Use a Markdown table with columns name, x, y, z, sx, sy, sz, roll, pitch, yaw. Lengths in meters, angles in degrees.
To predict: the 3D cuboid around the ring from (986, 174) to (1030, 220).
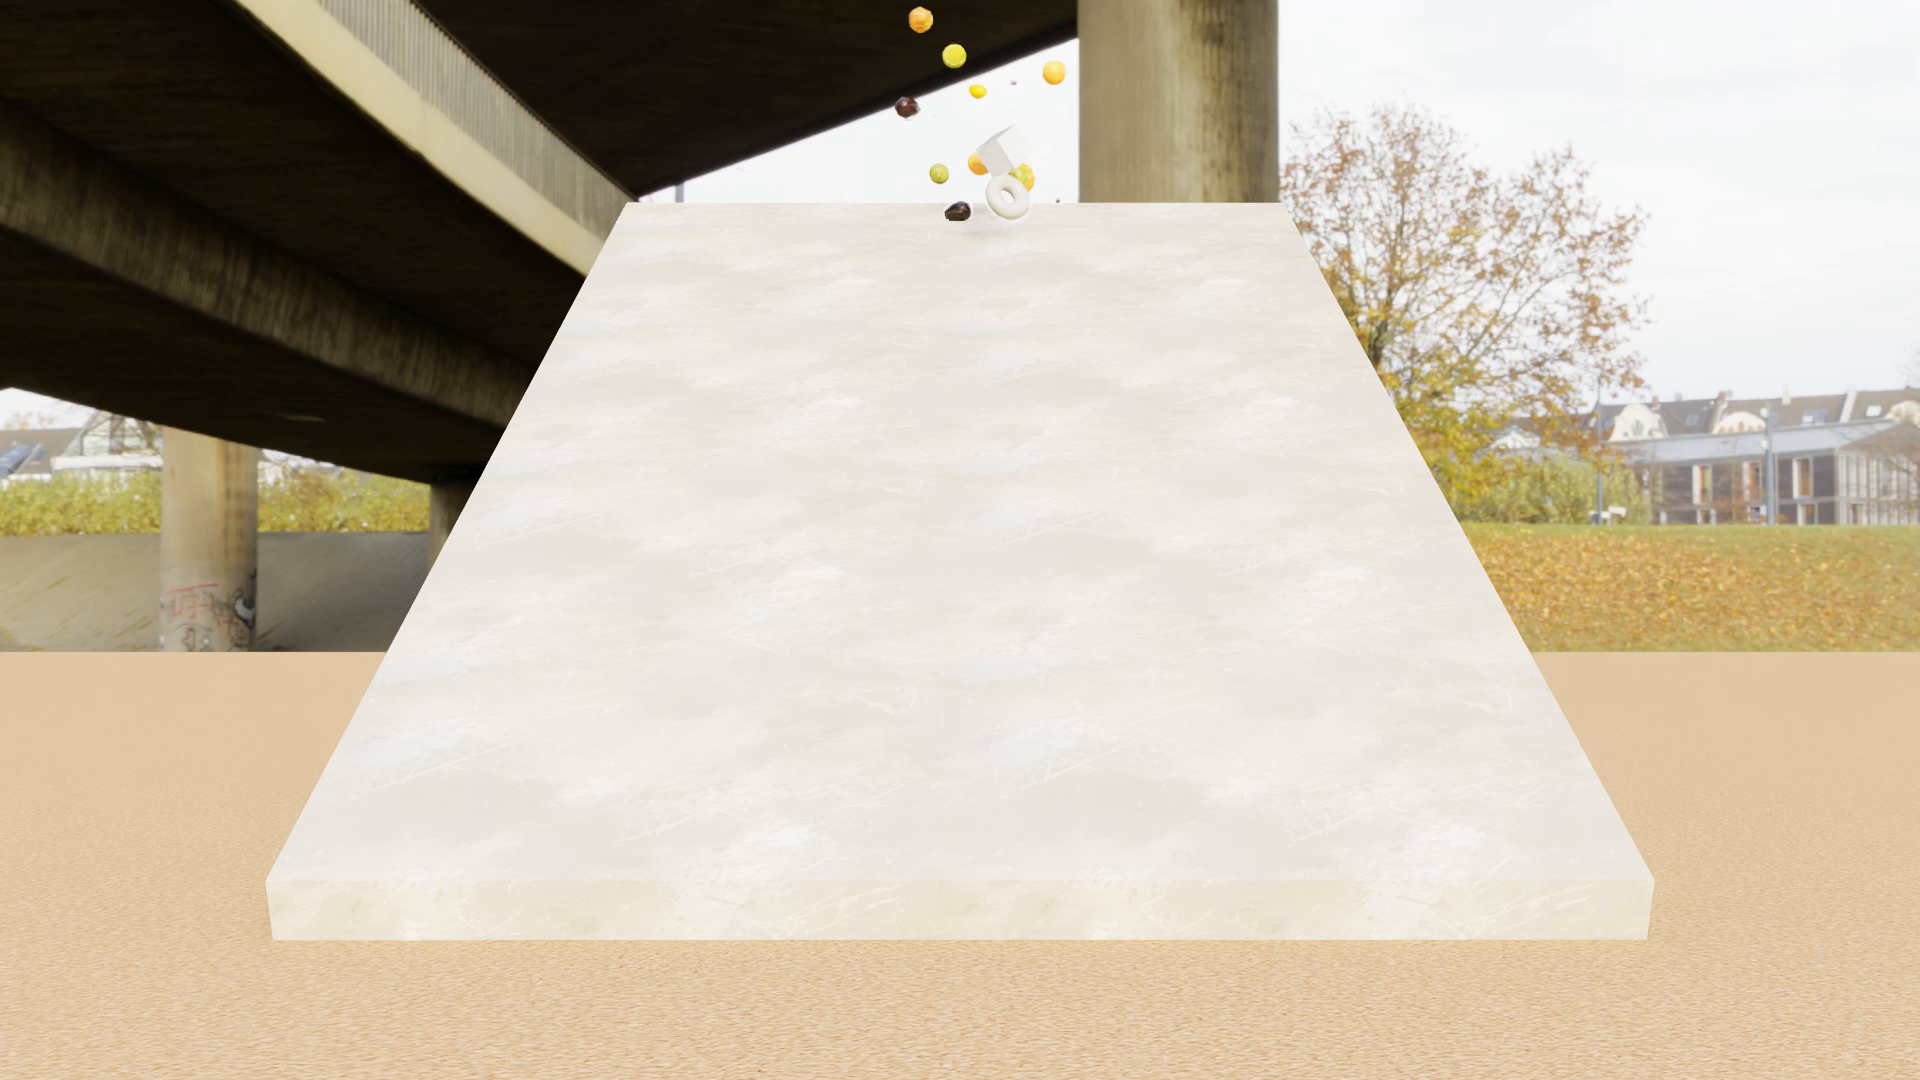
| name | x | y | z | sx | sy | sz | roll | pitch | yaw |
| --- | --- | --- | --- | --- | --- | --- | --- | --- | --- |
| ring | 0.133 | -0.957 | 6.421 | 0.137 | 0.137 | 0.046 | 2 | -22 | -30 |

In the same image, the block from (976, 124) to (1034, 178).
| name | x | y | z | sx | sy | sz | roll | pitch | yaw |
| --- | --- | --- | --- | --- | --- | --- | --- | --- | --- |
| block | 0.125 | -1.091 | 6.457 | 0.096 | 0.096 | 0.096 | -16 | 23 | 49 |

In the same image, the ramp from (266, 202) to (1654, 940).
| name | x | y | z | sx | sy | sz | roll | pitch | yaw |
| --- | --- | --- | --- | --- | --- | --- | --- | --- | --- |
| ramp | -0.007 | -0.222 | 5.182 | 2.000 | 0.100 | 4.000 | 0 | 22 | 0 |
